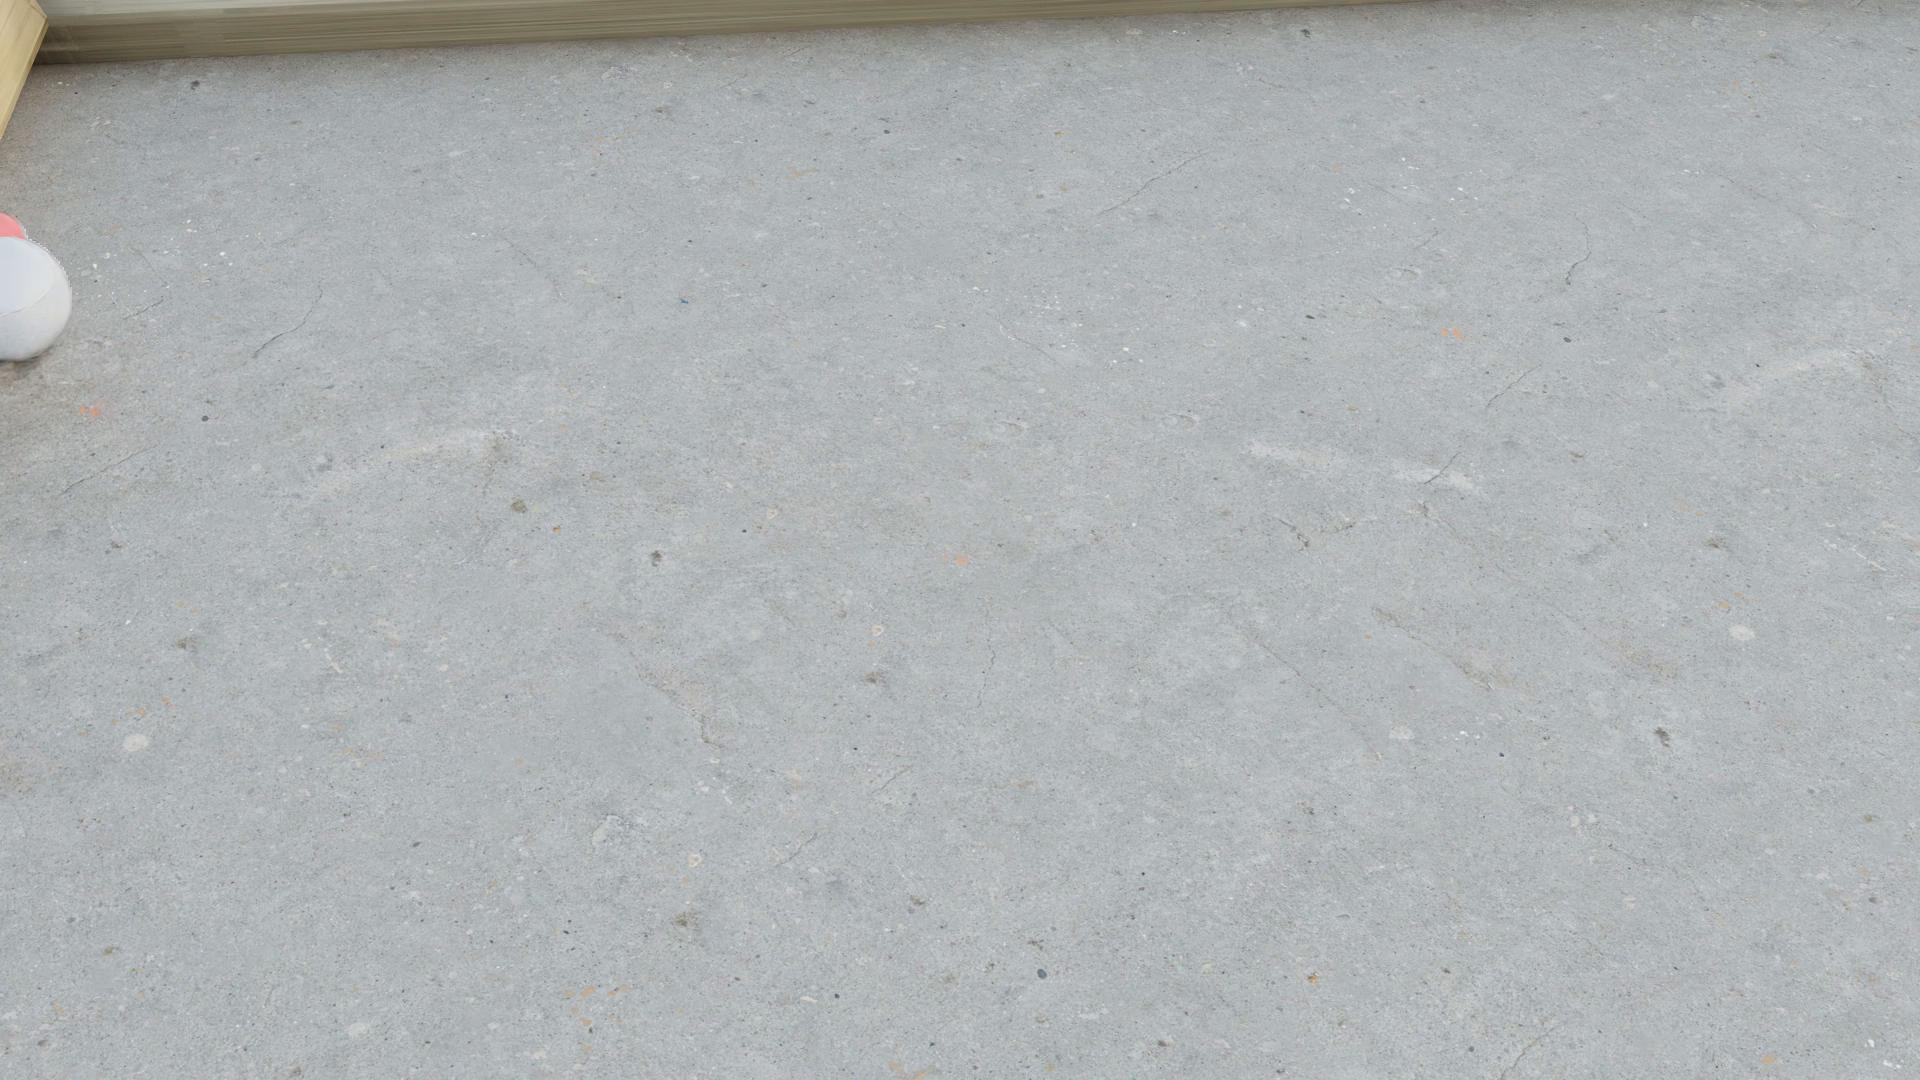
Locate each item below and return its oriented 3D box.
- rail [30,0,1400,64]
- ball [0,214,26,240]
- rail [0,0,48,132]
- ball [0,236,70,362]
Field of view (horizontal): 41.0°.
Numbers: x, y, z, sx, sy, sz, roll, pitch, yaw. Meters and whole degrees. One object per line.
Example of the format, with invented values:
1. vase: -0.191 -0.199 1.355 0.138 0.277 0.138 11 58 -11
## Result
1. rail: 0.663 -0.557 2.378 3.027 0.120 0.045 -4 36 -5
2. ball: -0.750 -0.229 1.987 0.050 0.050 0.050 0 36 0
3. rail: -0.729 0.023 1.579 0.045 0.120 1.712 -4 36 -5
4. ball: -0.700 -0.176 1.878 0.092 0.092 0.092 0 36 0
